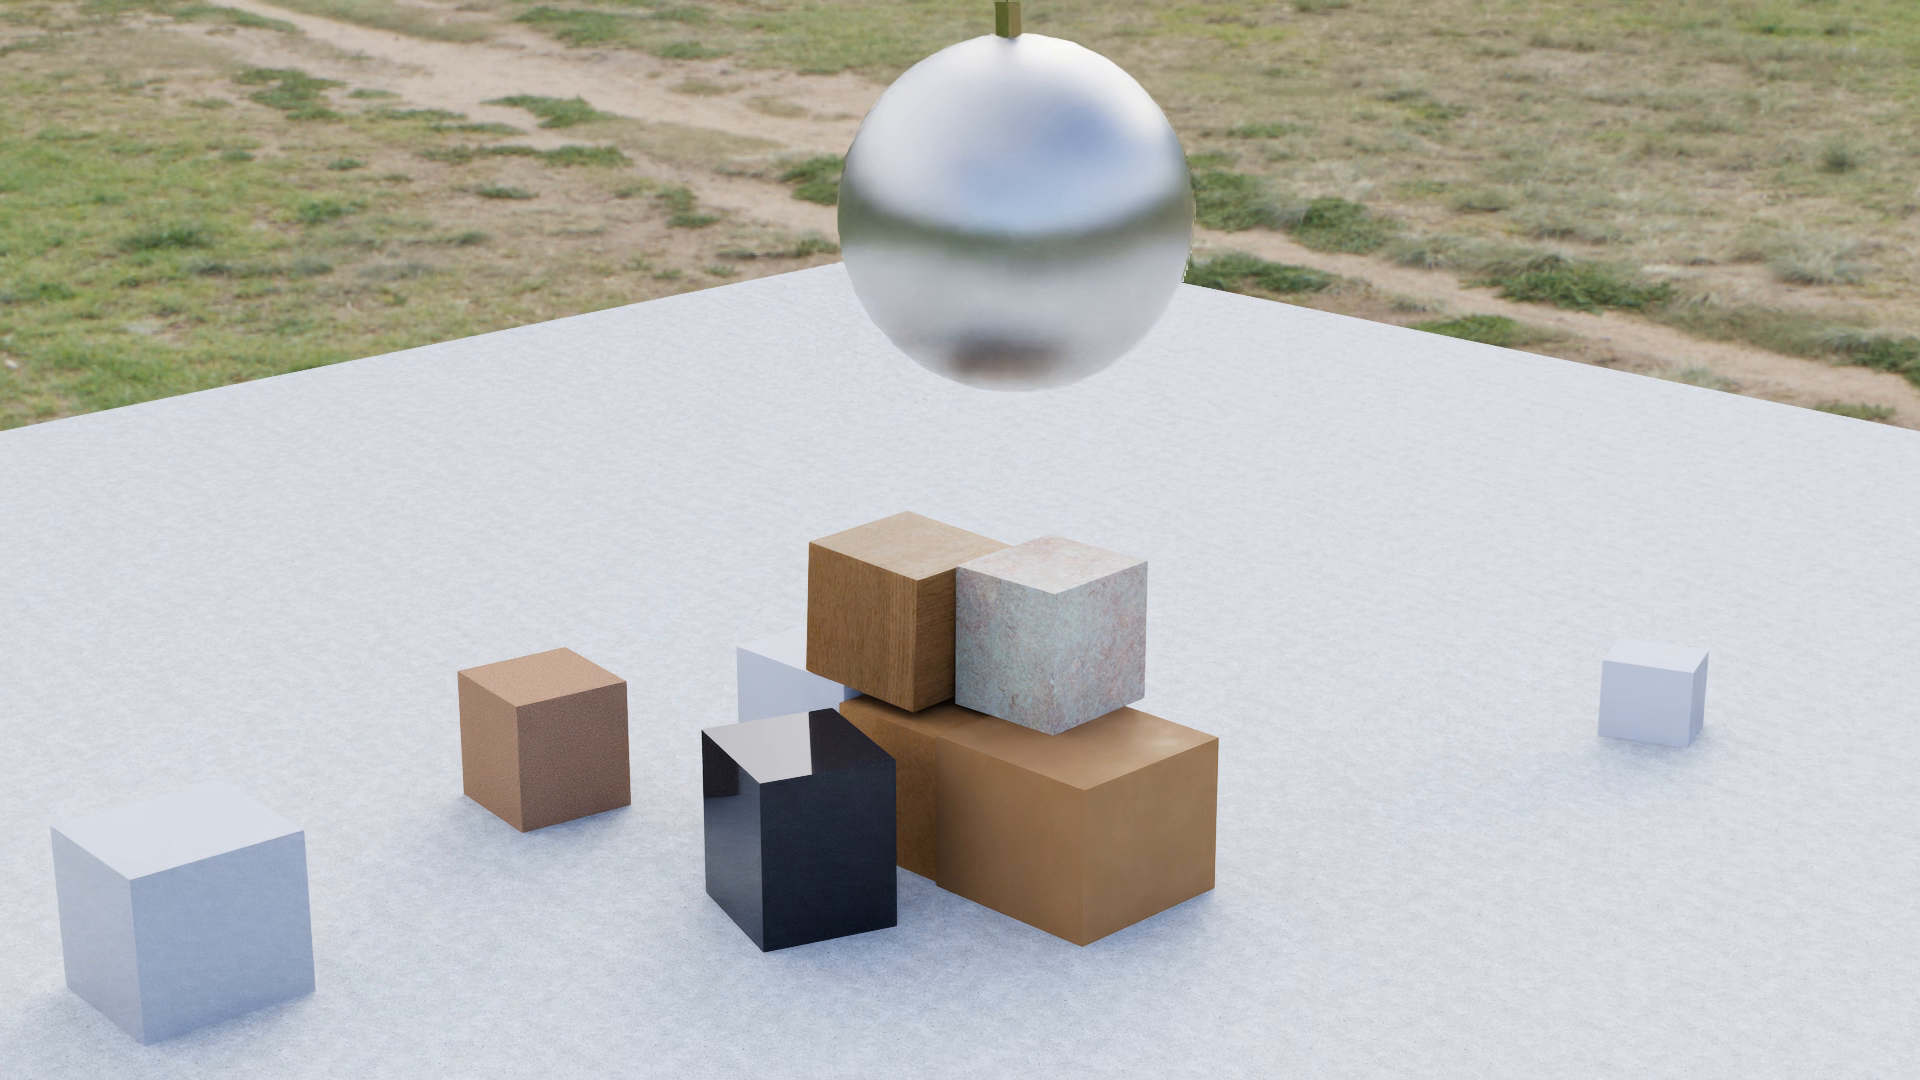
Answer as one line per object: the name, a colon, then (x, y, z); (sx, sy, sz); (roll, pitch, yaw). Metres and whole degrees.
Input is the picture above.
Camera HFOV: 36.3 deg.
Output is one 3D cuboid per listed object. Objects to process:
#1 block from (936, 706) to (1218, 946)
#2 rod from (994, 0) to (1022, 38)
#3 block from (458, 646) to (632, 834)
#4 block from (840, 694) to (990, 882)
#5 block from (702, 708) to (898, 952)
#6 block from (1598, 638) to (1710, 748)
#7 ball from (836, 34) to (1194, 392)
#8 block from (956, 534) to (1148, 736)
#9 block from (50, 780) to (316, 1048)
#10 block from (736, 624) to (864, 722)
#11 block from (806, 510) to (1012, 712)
block: (0.524, 1.228, 13.217); (0.882, 0.732, 0.907); (-17, 24, -42)
rod: (0.107, -4.657, 11.990); (0.080, 5.200, 0.080); (17, 27, 42)
block: (-2.016, 0.961, 14.222); (0.593, 0.640, 0.607); (-12, 21, -34)
block: (-0.051, 1.080, 13.739); (0.769, 0.701, 0.672); (-17, 24, -42)
block: (-0.714, 1.272, 12.984); (0.633, 0.788, 0.704); (-8, 19, -24)
block: (3.584, 0.787, 15.157); (0.463, 0.410, 0.385); (8, 19, 24)
ball: (0.247, -1.461, 13.141); (1.600, 1.600, 1.600); (0, 17, 0)
block: (0.418, 0.424, 13.436); (0.593, 0.668, 0.650); (16, 23, 40)
block: (-3.237, 1.538, 12.229); (0.773, 0.733, 0.731); (-15, 23, -39)
block: (-0.554, 0.887, 14.226); (0.719, 0.778, 0.759); (-17, 24, -42)
block: (-0.232, 0.322, 13.677); (0.690, 0.640, 0.666); (19, 25, 39)
